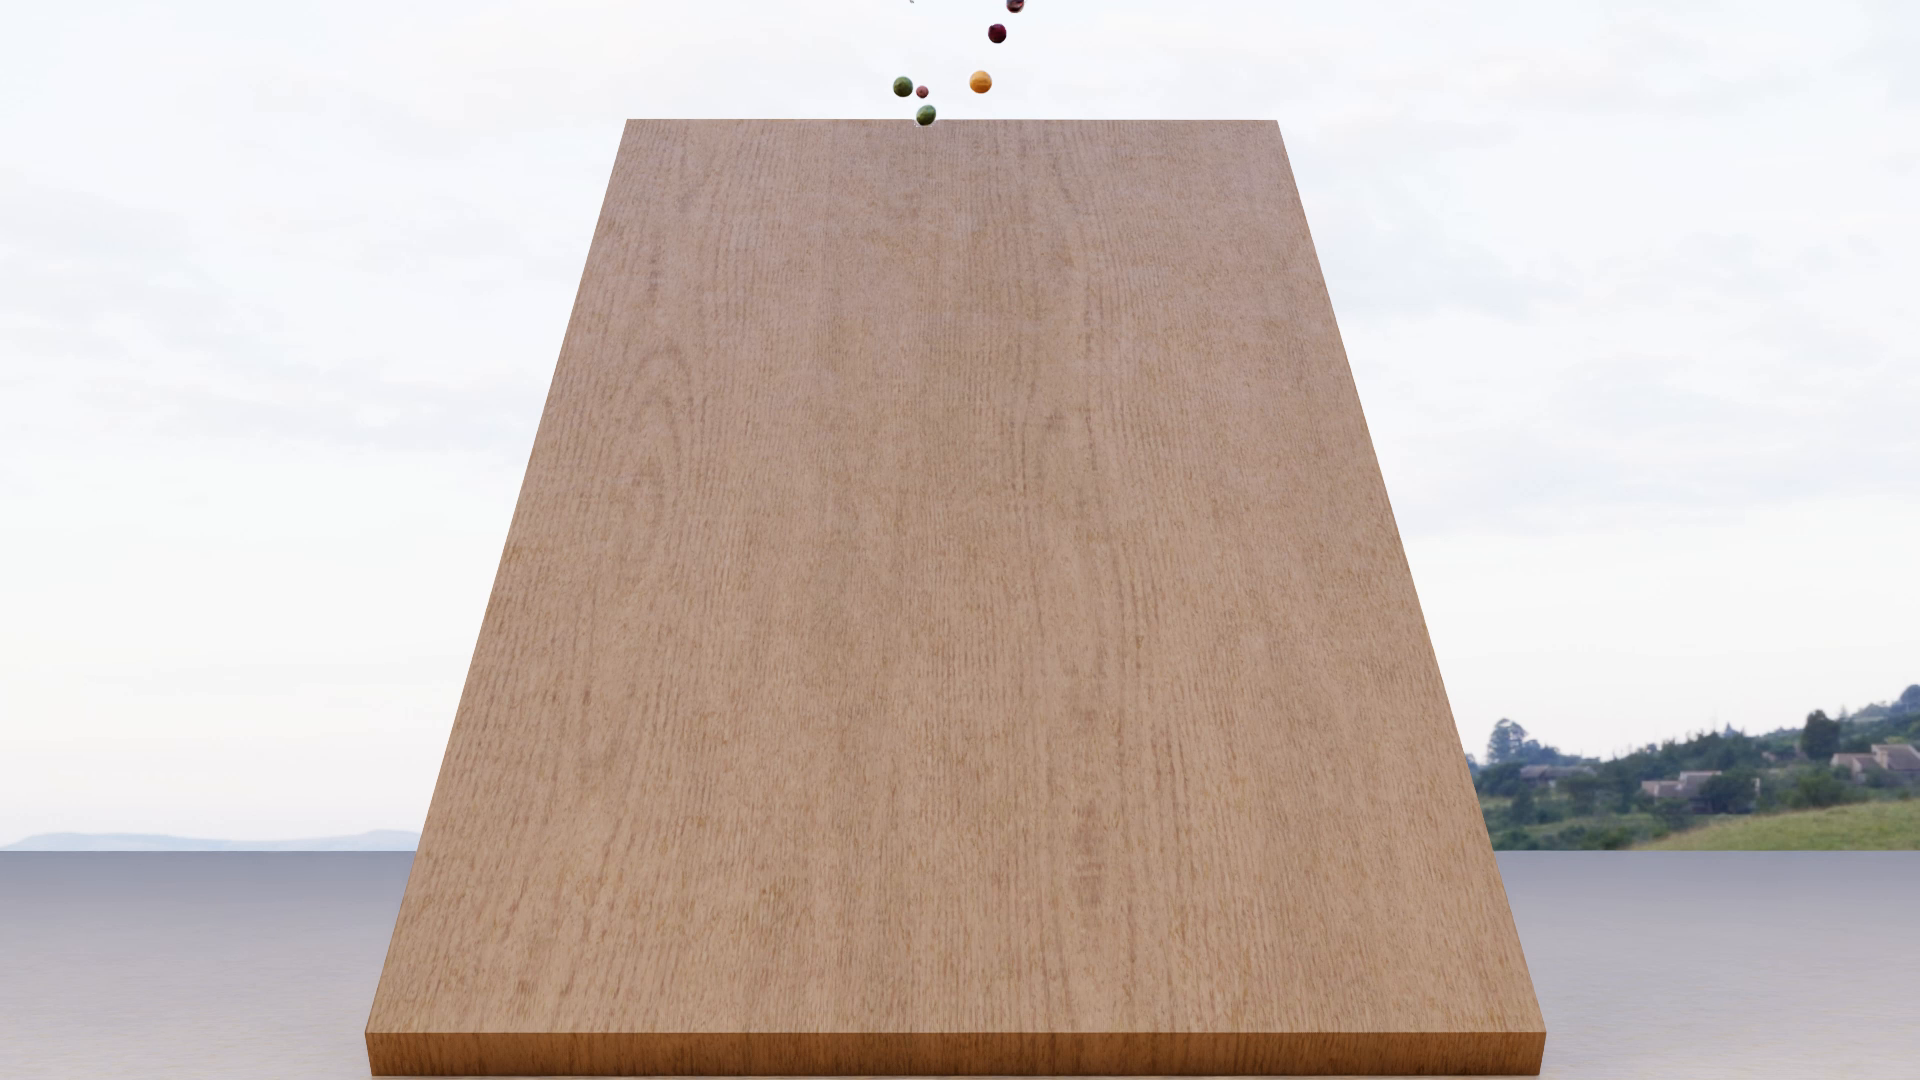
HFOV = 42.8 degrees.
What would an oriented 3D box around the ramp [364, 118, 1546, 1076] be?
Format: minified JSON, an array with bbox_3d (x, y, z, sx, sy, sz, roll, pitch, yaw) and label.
[{"bbox_3d":[-0.015,-0.189,5.860,2.000,0.100,4.000,0,32,0],"label":"ramp"}]
